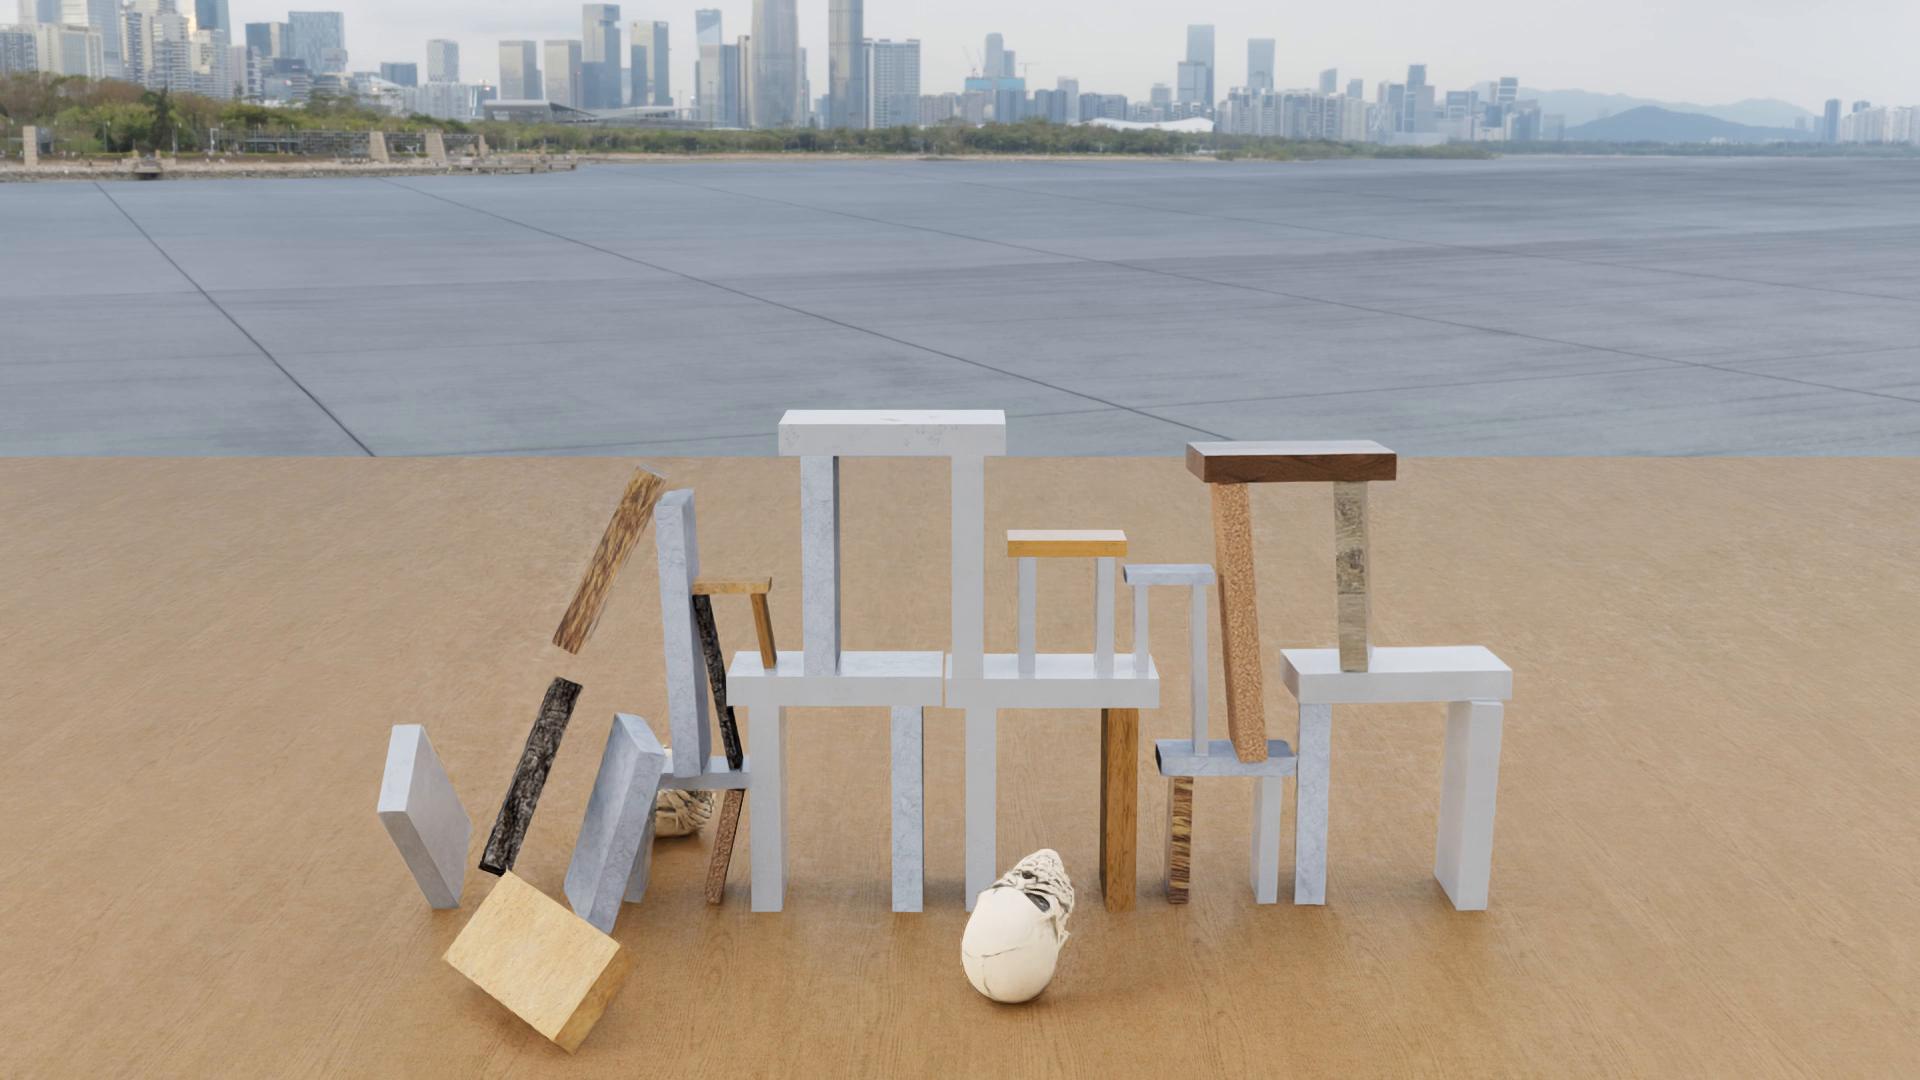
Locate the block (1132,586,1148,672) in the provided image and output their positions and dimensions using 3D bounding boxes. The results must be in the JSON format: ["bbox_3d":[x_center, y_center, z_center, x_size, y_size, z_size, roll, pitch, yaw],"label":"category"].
[{"bbox_3d":[0.294,0.137,3.582,0.020,0.142,0.071,-1,11,0],"label":"block"}]

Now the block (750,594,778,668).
[{"bbox_3d":[-0.319,0.142,3.582,0.017,0.123,0.062,-9,10,2],"label":"block"}]

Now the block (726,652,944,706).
[{"bbox_3d":[-0.201,0.226,3.601,0.346,0.049,0.173,0,11,0],"label":"block"}]

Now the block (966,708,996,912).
[{"bbox_3d":[0.034,0.422,3.637,0.048,0.342,0.171,0,11,0],"label":"block"}]

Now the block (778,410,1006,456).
[{"bbox_3d":[-0.106,-0.173,3.531,0.356,0.050,0.178,0,11,0],"label":"block"}]

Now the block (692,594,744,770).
[{"bbox_3d":[-0.395,0.227,3.596,0.017,0.295,0.062,-10,10,2],"label":"block"}]

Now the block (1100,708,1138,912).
[{"bbox_3d":[0.262,0.422,3.637,0.048,0.342,0.171,0,11,0],"label":"block"}]

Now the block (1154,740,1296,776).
[{"bbox_3d":[0.436,0.359,3.631,0.218,0.031,0.109,0,11,0],"label":"block"}]

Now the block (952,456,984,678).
[{"bbox_3d":[0.012,0.029,3.568,0.050,0.360,0.178,0,11,0],"label":"block"}]

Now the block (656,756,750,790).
[{"bbox_3d":[-0.439,0.384,3.627,0.195,0.028,0.098,0,11,-2],"label":"block"}]

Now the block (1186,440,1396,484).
[{"bbox_3d":[0.531,-0.128,3.548,0.309,0.044,0.154,-1,11,-5],"label":"block"}]

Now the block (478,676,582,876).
[{"bbox_3d":[-0.687,0.379,3.510,0.044,0.310,0.155,22,-16,-10],"label":"block"}]

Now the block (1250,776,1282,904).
[{"bbox_3d":[0.507,0.482,3.653,0.031,0.218,0.109,1,11,0],"label":"block"}]

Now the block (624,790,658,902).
[{"bbox_3d":[-0.528,0.493,3.654,0.028,0.195,0.098,7,10,-1],"label":"block"}]

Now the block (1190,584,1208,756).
[{"bbox_3d":[0.390,0.206,3.595,0.020,0.284,0.071,-2,11,0],"label":"block"}]

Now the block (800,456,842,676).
[{"bbox_3d":[-0.225,0.027,3.567,0.050,0.356,0.178,0,11,0],"label":"block"}]

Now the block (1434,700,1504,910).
[{"bbox_3d":[0.841,0.418,3.642,0.049,0.346,0.173,2,11,0],"label":"block"}]

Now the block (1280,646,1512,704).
[{"bbox_3d":[0.714,0.221,3.624,0.346,0.049,0.173,-1,10,-2],"label":"block"}]

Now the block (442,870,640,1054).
[{"bbox_3d":[-0.602,0.599,3.145,0.313,0.157,0.044,19,-22,46],"label":"block"}]

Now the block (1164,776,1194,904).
[{"bbox_3d":[0.362,0.482,3.653,0.031,0.218,0.109,1,11,0],"label":"block"}]

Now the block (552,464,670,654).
[{"bbox_3d":[-0.561,0.029,3.548,0.044,0.310,0.155,26,1,-4],"label":"block"}]

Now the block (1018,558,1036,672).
[{"bbox_3d":[0.108,0.112,3.585,0.027,0.190,0.095,0,11,0],"label":"block"}]

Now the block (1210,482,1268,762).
[{"bbox_3d":[0.453,0.121,3.580,0.044,0.455,0.154,-5,10,1],"label":"block"}]

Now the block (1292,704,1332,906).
[{"bbox_3d":[0.586,0.415,3.667,0.049,0.346,0.173,2,11,7],"label":"block"}]

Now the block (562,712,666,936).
[{"bbox_3d":[-0.553,0.451,3.506,0.044,0.313,0.157,13,13,-26],"label":"block"}]

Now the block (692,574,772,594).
[{"bbox_3d":[-0.370,0.073,3.570,0.123,0.017,0.062,-1,11,0],"label":"block"}]

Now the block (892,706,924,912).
[{"bbox_3d":[-0.086,0.420,3.637,0.049,0.346,0.173,0,11,0],"label":"block"}]

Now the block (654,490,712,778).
[{"bbox_3d":[-0.450,0.150,3.585,0.044,0.445,0.155,-3,11,1],"label":"block"}]

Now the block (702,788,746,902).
[{"bbox_3d":[-0.389,0.493,3.654,0.028,0.195,0.098,13,10,-2],"label":"block"}]

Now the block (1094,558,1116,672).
[{"bbox_3d":[0.235,0.112,3.585,0.027,0.190,0.095,0,11,0],"label":"block"}]

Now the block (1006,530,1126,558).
[{"bbox_3d":[0.172,0.005,3.565,0.190,0.027,0.095,0,11,0],"label":"block"}]

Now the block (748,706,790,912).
[{"bbox_3d":[-0.315,0.420,3.637,0.049,0.346,0.173,0,11,-1],"label":"block"}]

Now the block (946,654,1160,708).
[{"bbox_3d":[0.148,0.230,3.602,0.342,0.048,0.171,0,11,0],"label":"block"}]

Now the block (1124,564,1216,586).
[{"bbox_3d":[0.339,0.056,3.567,0.142,0.020,0.071,0,11,0],"label":"block"}]

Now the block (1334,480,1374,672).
[{"bbox_3d":[0.643,0.045,3.589,0.044,0.309,0.154,-1,10,14],"label":"block"}]

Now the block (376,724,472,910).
[{"bbox_3d":[-0.853,0.446,3.518,0.044,0.313,0.157,-3,53,4],"label":"block"}]
